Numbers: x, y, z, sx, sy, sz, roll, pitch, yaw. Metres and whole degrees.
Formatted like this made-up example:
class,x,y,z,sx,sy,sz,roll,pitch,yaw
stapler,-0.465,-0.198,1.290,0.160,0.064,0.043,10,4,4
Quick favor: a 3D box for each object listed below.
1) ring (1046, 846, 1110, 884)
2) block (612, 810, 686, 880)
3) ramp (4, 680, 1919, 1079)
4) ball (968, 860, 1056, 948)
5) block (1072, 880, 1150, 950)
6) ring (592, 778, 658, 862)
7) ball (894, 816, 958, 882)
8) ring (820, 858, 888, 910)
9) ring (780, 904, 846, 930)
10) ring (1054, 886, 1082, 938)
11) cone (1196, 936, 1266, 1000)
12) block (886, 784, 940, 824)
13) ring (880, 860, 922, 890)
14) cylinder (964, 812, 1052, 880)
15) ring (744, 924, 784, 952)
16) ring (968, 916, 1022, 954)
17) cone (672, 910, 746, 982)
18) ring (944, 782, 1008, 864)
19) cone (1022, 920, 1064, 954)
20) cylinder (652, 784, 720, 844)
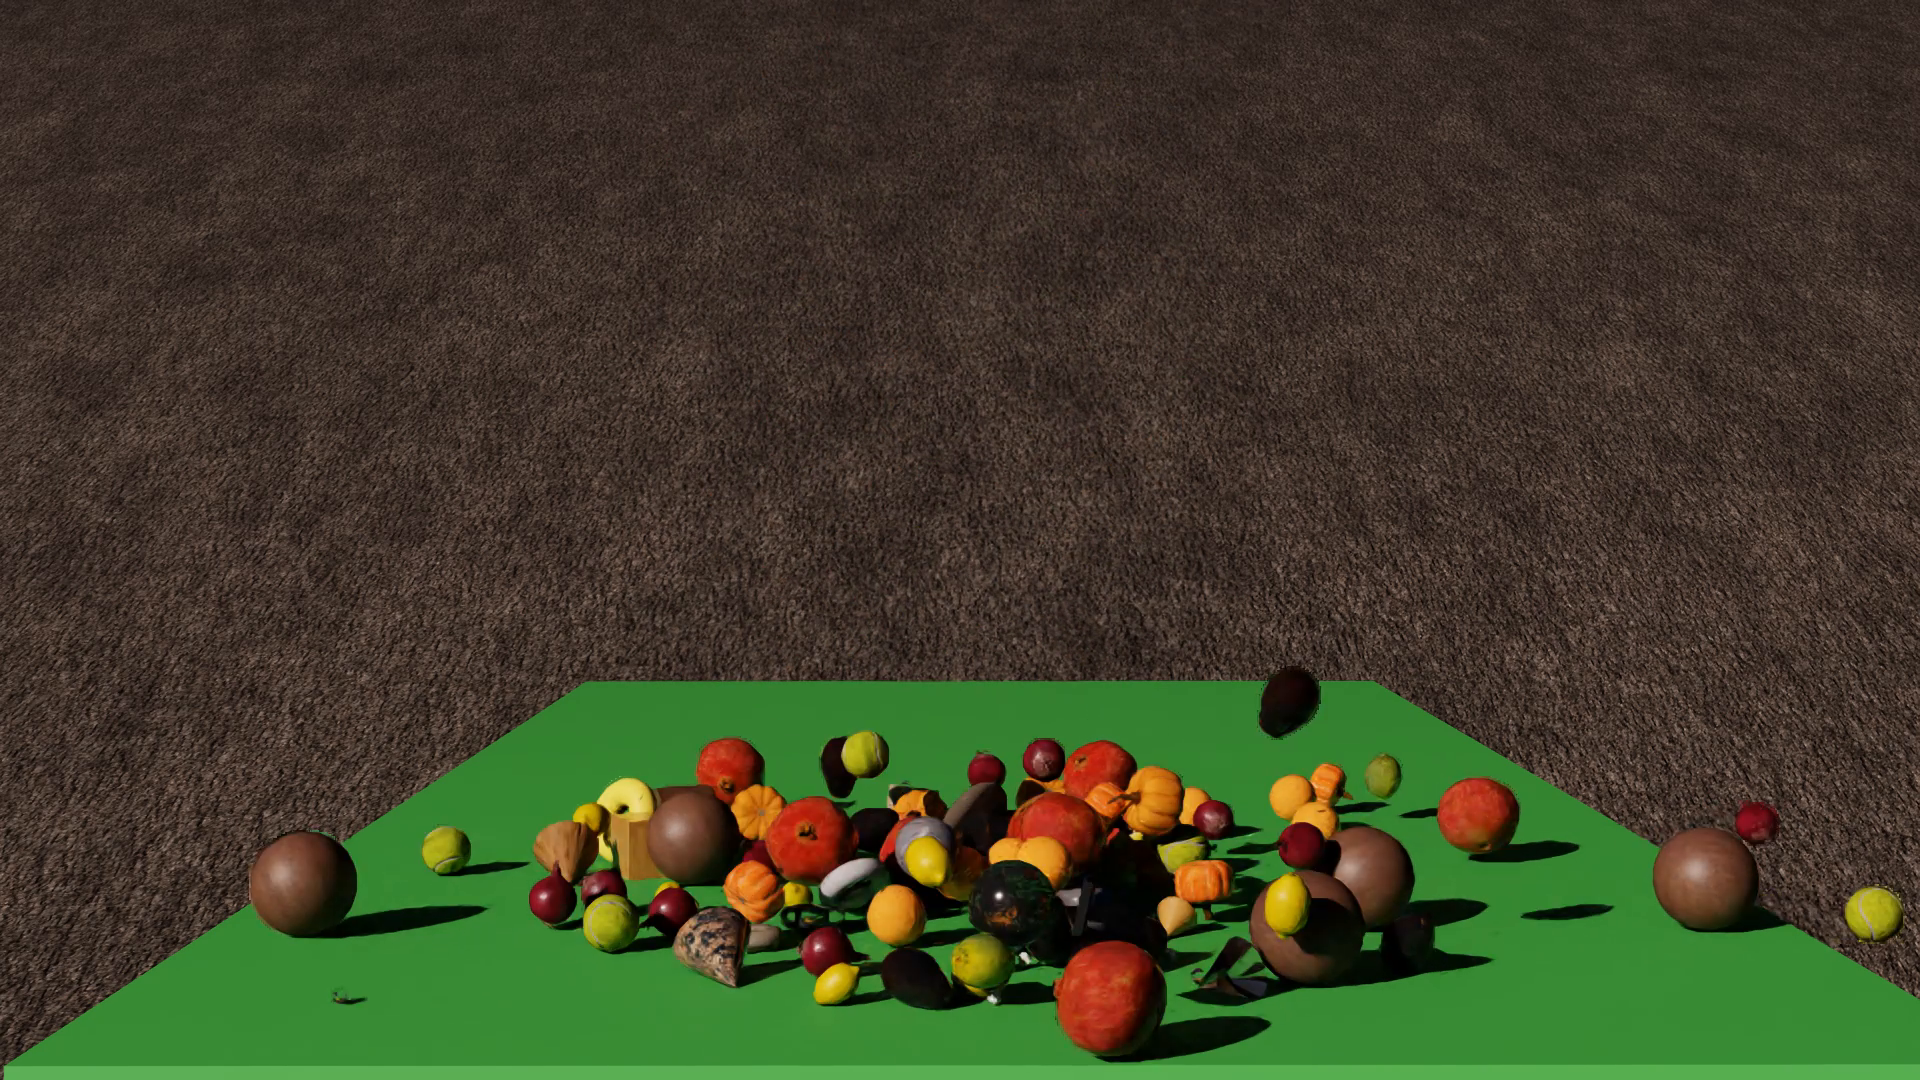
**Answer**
class,x,y,z,sx,sy,sz,roll,pitch,yaw
ring,0.151,0.455,3.612,0.116,0.039,0.116,-3,2,0
block,-0.442,0.433,3.656,0.082,0.082,0.082,-1,3,-25
ramp,0.054,0.488,4.541,2.000,0.100,4.000,0,2,0
ball,0.058,0.402,2.846,0.096,0.096,0.096,0,23,0
block,0.157,0.393,2.698,0.058,0.058,0.058,15,-8,-8
ring,-0.489,0.409,3.754,0.042,0.127,0.127,21,4,-44
ball,-0.042,0.391,3.260,0.081,0.081,0.081,0,23,0
ring,-0.134,0.434,3.244,0.094,0.094,0.031,-13,59,-28
ring,-0.185,0.472,3.218,0.083,0.028,0.083,2,-11,0
ring,0.138,0.467,3.228,0.126,0.042,0.126,-3,9,1
cone,0.291,0.489,2.870,0.072,0.072,0.072,-32,3,36
block,-0.076,0.423,4.102,0.057,0.057,0.057,2,-7,45
ring,-0.101,0.461,3.545,0.105,0.035,0.105,-2,-1,0
cylinder,0.064,0.421,3.494,0.091,0.091,0.091,9,20,-21
ring,-0.251,0.483,3.122,0.075,0.025,0.075,-2,0,0
ring,0.043,0.467,3.086,0.026,0.078,0.078,-50,38,-5
cone,-0.269,0.482,2.928,0.092,0.092,0.092,-11,22,-24
ring,0.017,0.410,3.732,0.045,0.135,0.135,36,38,23
cone,0.089,0.484,3.103,0.053,0.053,0.053,15,37,31
cylinder,-0.423,0.419,3.926,0.088,0.088,0.088,-1,22,-25
